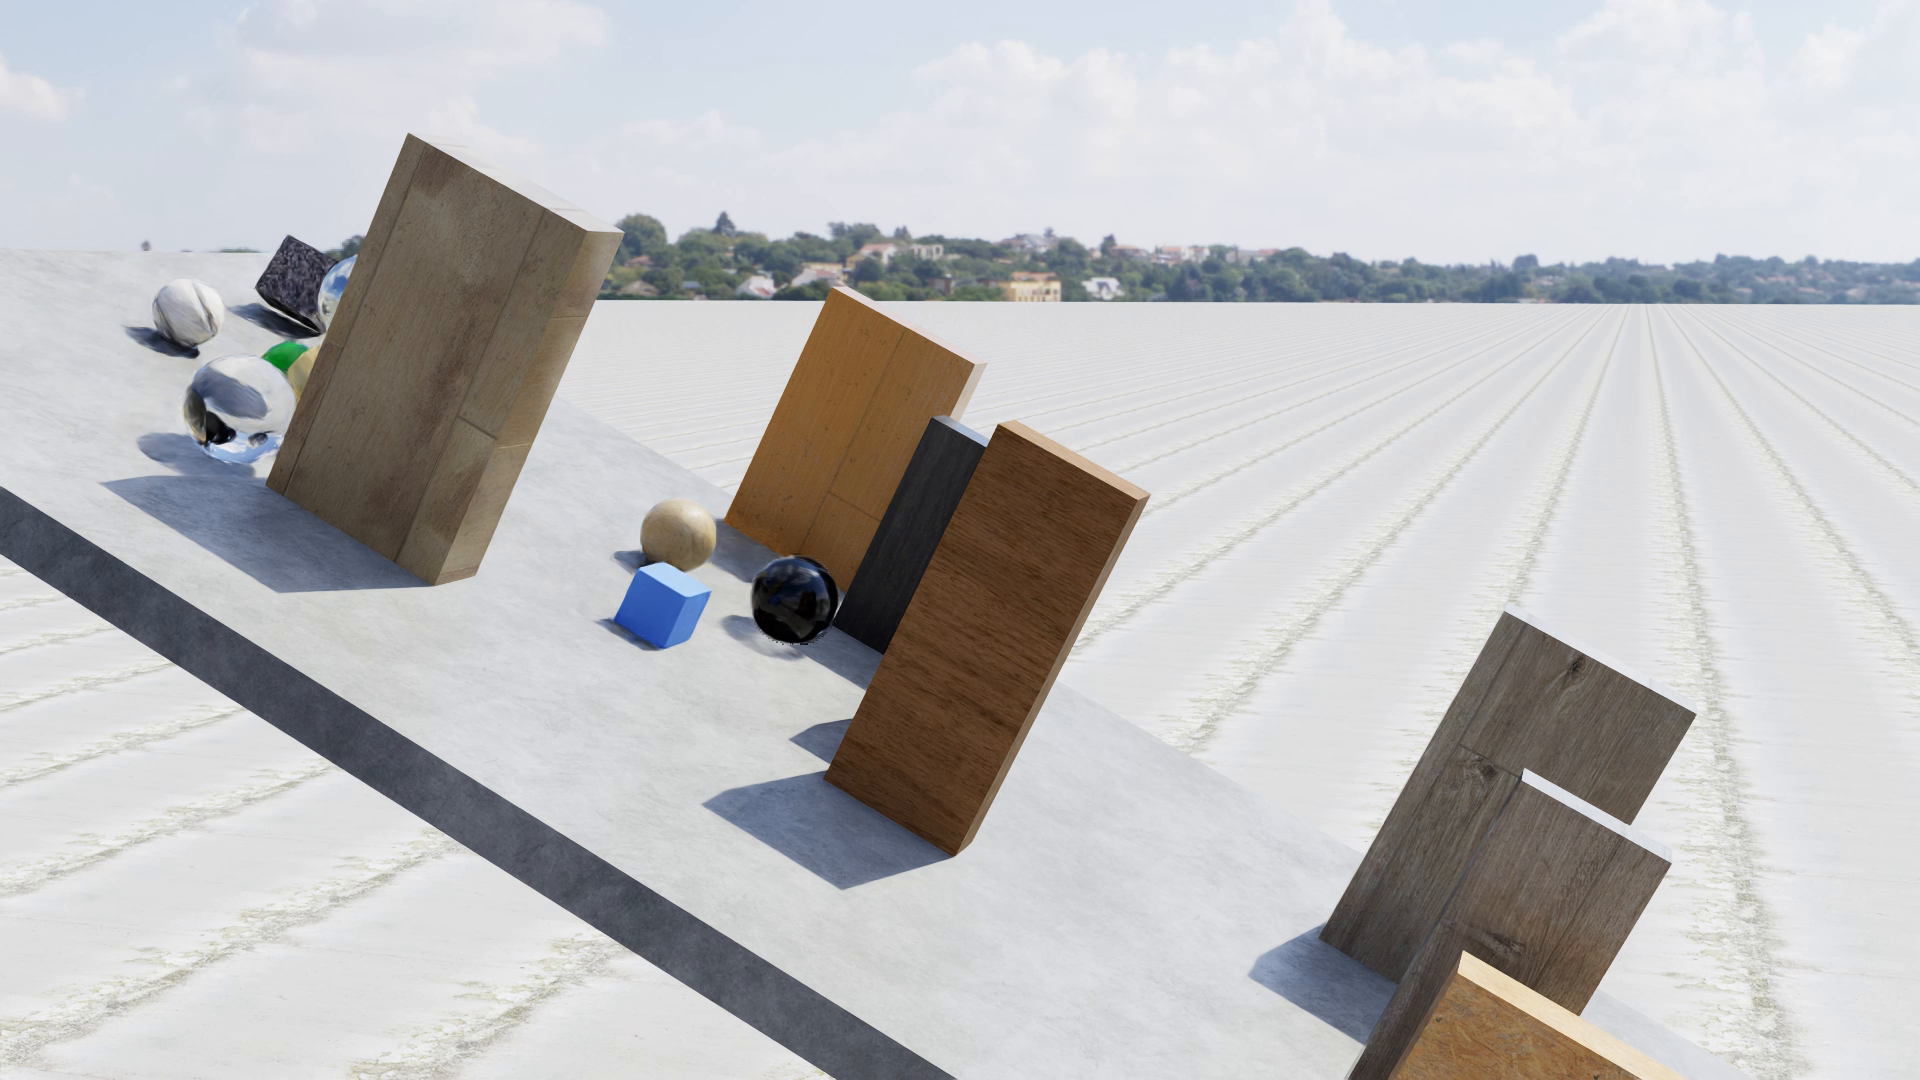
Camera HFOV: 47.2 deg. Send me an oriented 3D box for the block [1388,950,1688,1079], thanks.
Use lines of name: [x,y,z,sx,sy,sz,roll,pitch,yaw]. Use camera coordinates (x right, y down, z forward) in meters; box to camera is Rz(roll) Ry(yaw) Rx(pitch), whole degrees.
block: [0.767,0.870,3.130,0.355,0.433,0.106,29,14,12]

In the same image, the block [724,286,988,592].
block: [-0.239,-0.218,4.948,0.371,0.596,0.098,29,14,12]

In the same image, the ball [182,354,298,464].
ball: [-1.288,-0.234,3.936,0.198,0.198,0.198,0,7,0]

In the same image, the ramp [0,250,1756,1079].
ramp: [-0.238,0.399,4.156,4.000,0.100,2.000,29,14,12]

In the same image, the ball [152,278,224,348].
ball: [-1.548,-0.456,4.413,0.139,0.139,0.139,0,7,0]

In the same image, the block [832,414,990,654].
block: [0.013,0.051,4.622,0.389,0.500,0.089,29,14,12]

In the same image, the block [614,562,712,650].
block: [-0.558,0.123,4.141,0.112,0.112,0.112,30,14,13]

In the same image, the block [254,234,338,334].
block: [-1.451,-0.565,4.878,0.141,0.141,0.141,29,-10,1]

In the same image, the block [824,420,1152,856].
block: [0.043,0.171,3.801,0.271,0.707,0.106,29,14,12]

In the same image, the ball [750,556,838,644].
ball: [-0.334,0.119,4.425,0.178,0.178,0.178,0,7,0]

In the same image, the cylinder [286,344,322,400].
cylinder: [-1.177,-0.254,4.231,0.189,0.189,0.189,-7,35,-47]

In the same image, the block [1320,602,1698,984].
block: [1.038,0.538,4.195,0.390,0.737,0.120,29,14,12]

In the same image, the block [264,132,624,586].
block: [-0.915,-0.317,3.889,0.377,0.691,0.144,29,14,12]

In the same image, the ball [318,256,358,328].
ball: [-1.164,-0.467,4.322,0.187,0.187,0.187,0,7,0]

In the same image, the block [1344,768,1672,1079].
block: [0.802,0.697,3.341,0.242,0.664,0.084,29,14,12]

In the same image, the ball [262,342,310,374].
ball: [-1.307,-0.324,4.299,0.130,0.130,0.130,0,7,0]

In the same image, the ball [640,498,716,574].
ball: [-0.576,-0.009,4.498,0.157,0.157,0.157,0,7,0]
